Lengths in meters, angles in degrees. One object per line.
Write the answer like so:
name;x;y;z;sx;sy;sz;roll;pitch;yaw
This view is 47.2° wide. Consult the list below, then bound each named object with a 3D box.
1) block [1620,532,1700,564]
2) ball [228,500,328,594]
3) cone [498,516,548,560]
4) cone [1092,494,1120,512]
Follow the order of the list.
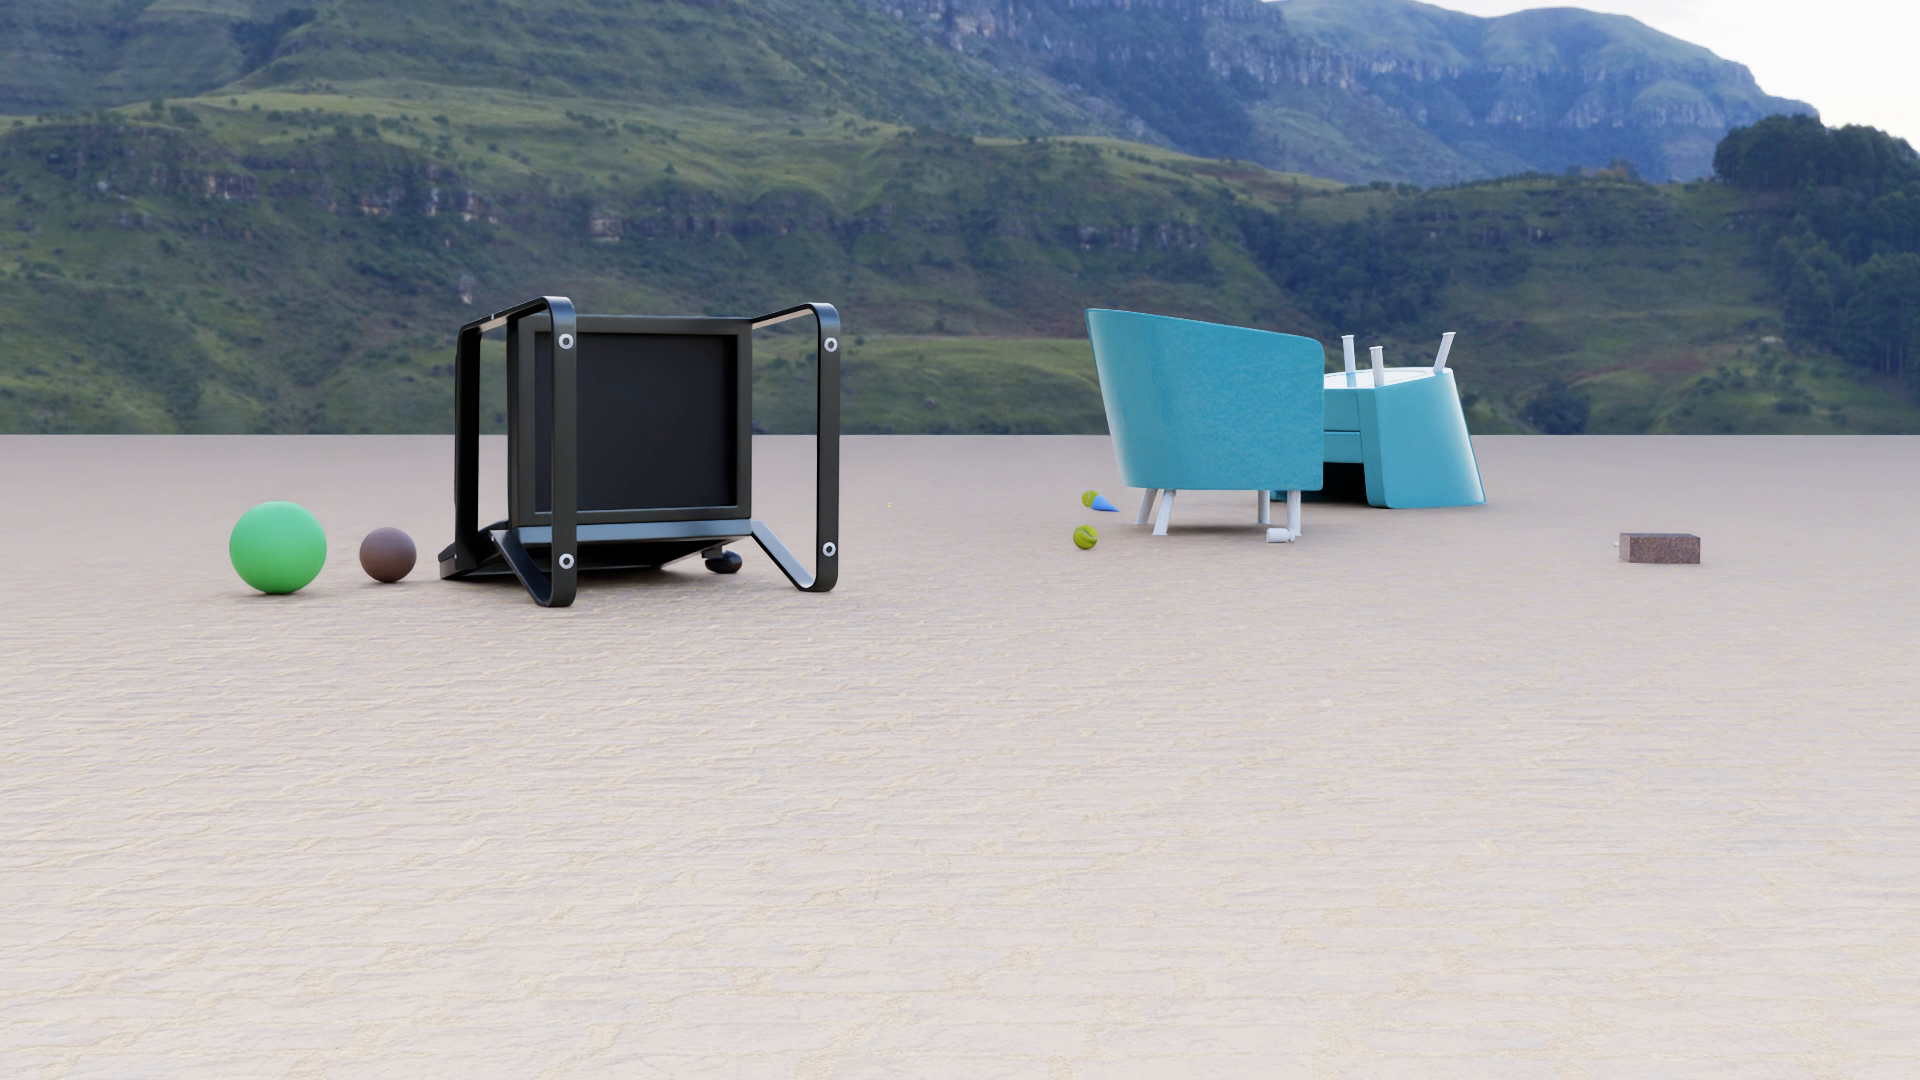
block;1.828;0.021;5.750;0.176;0.067;0.168;1;4;8
ball;-1.491;0.016;4.811;0.205;0.205;0.205;0;4;0
cone;-1.136;0.021;5.817;0.144;0.130;0.105;-36;51;-6
cone;0.548;-0.120;8.074;0.067;0.061;0.114;-23;33;-37
